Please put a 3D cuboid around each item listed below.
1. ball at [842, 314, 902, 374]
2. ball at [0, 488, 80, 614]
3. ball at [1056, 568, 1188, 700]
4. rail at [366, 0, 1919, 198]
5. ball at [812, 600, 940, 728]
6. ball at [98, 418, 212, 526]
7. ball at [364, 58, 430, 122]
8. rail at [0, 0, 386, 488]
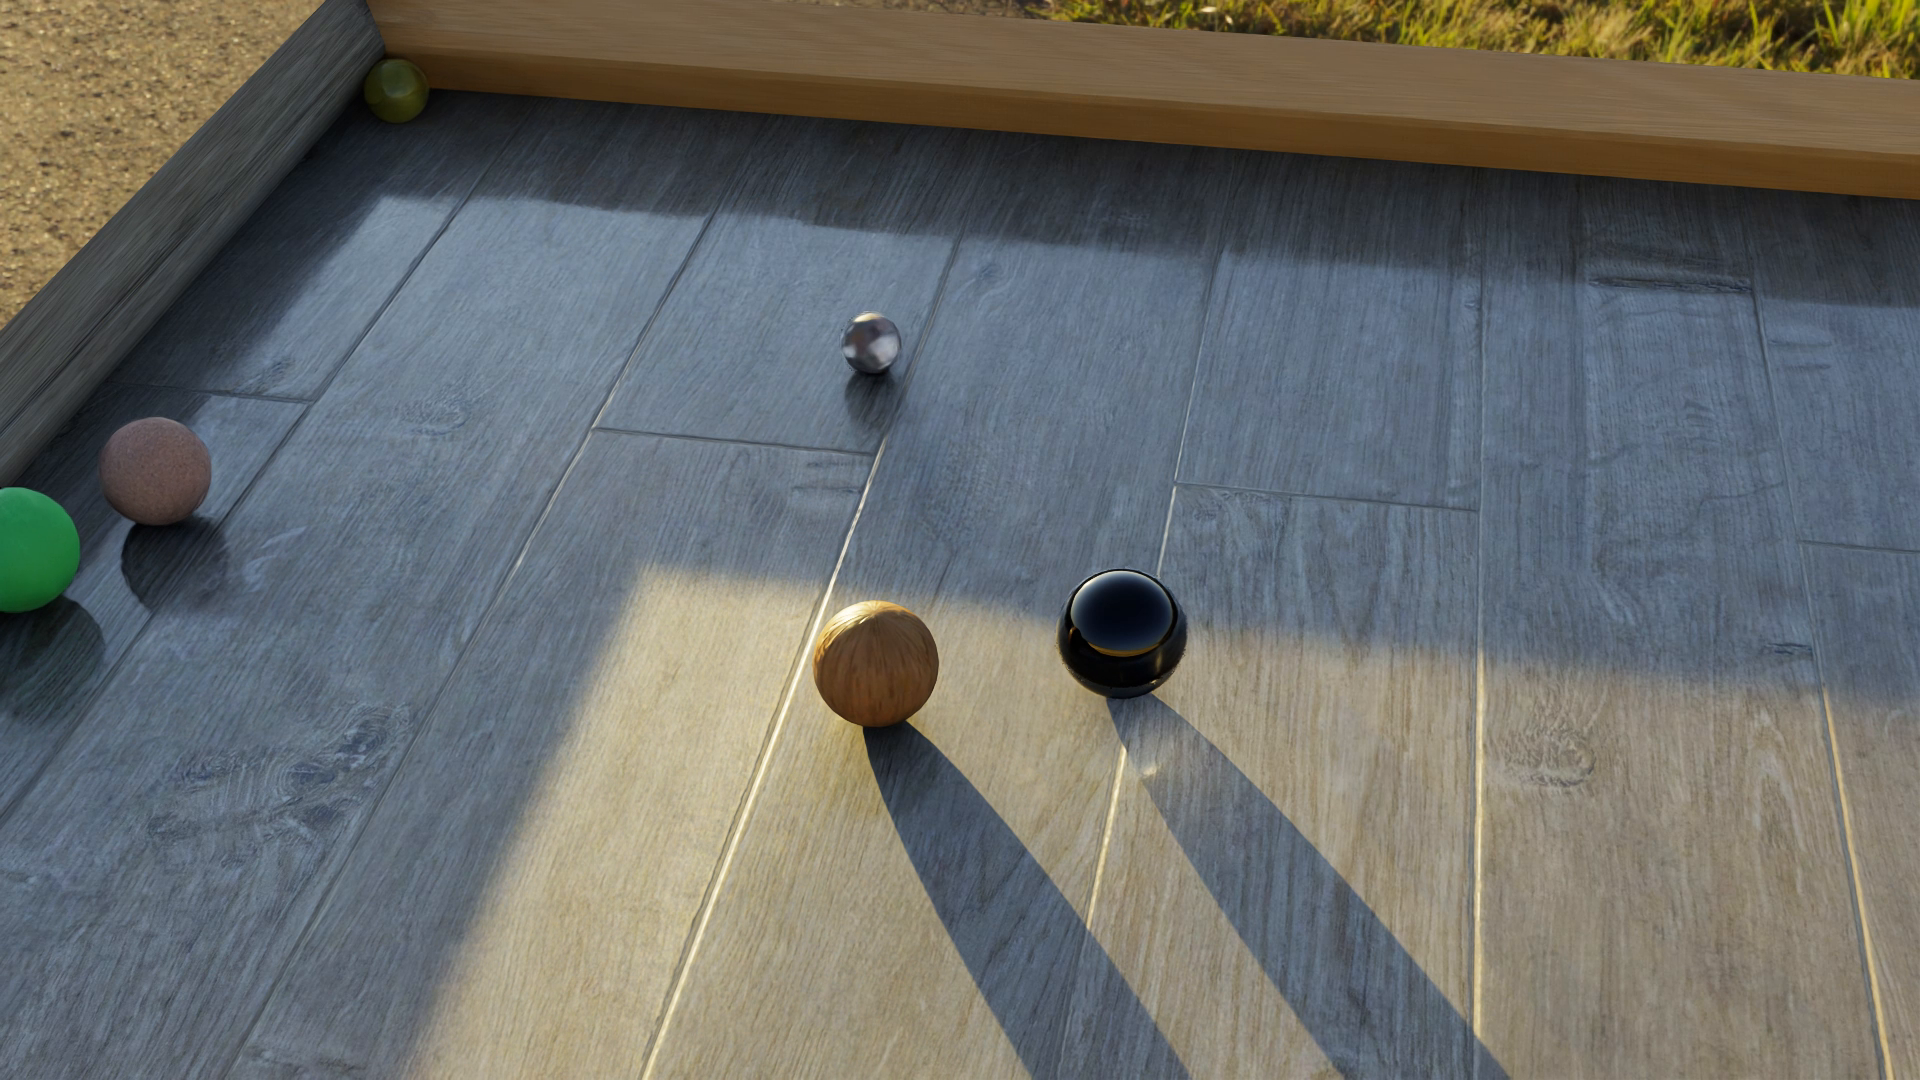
[{"bbox_3d":[-0.078,-0.173,2.263,0.053,0.053,0.053,0,34,0],"label":"ball"},{"bbox_3d":[-0.722,0.008,1.957,0.096,0.096,0.096,0,34,0],"label":"ball"},{"bbox_3d":[0.117,0.068,1.868,0.096,0.096,0.096,0,34,0],"label":"ball"},{"bbox_3d":[0.926,-0.382,2.507,3.198,0.125,0.045,6,34,8],"label":"rail"},{"bbox_3d":[-0.061,0.089,1.841,0.091,0.091,0.091,0,34,0],"label":"ball"},{"bbox_3d":[-0.645,-0.055,2.058,0.087,0.087,0.087,0,34,0],"label":"ball"},{"bbox_3d":[-0.591,-0.472,2.693,0.067,0.067,0.067,0,34,0],"label":"ball"},{"bbox_3d":[-0.764,-0.093,2.078,0.045,0.125,1.651,6,34,8],"label":"rail"}]
